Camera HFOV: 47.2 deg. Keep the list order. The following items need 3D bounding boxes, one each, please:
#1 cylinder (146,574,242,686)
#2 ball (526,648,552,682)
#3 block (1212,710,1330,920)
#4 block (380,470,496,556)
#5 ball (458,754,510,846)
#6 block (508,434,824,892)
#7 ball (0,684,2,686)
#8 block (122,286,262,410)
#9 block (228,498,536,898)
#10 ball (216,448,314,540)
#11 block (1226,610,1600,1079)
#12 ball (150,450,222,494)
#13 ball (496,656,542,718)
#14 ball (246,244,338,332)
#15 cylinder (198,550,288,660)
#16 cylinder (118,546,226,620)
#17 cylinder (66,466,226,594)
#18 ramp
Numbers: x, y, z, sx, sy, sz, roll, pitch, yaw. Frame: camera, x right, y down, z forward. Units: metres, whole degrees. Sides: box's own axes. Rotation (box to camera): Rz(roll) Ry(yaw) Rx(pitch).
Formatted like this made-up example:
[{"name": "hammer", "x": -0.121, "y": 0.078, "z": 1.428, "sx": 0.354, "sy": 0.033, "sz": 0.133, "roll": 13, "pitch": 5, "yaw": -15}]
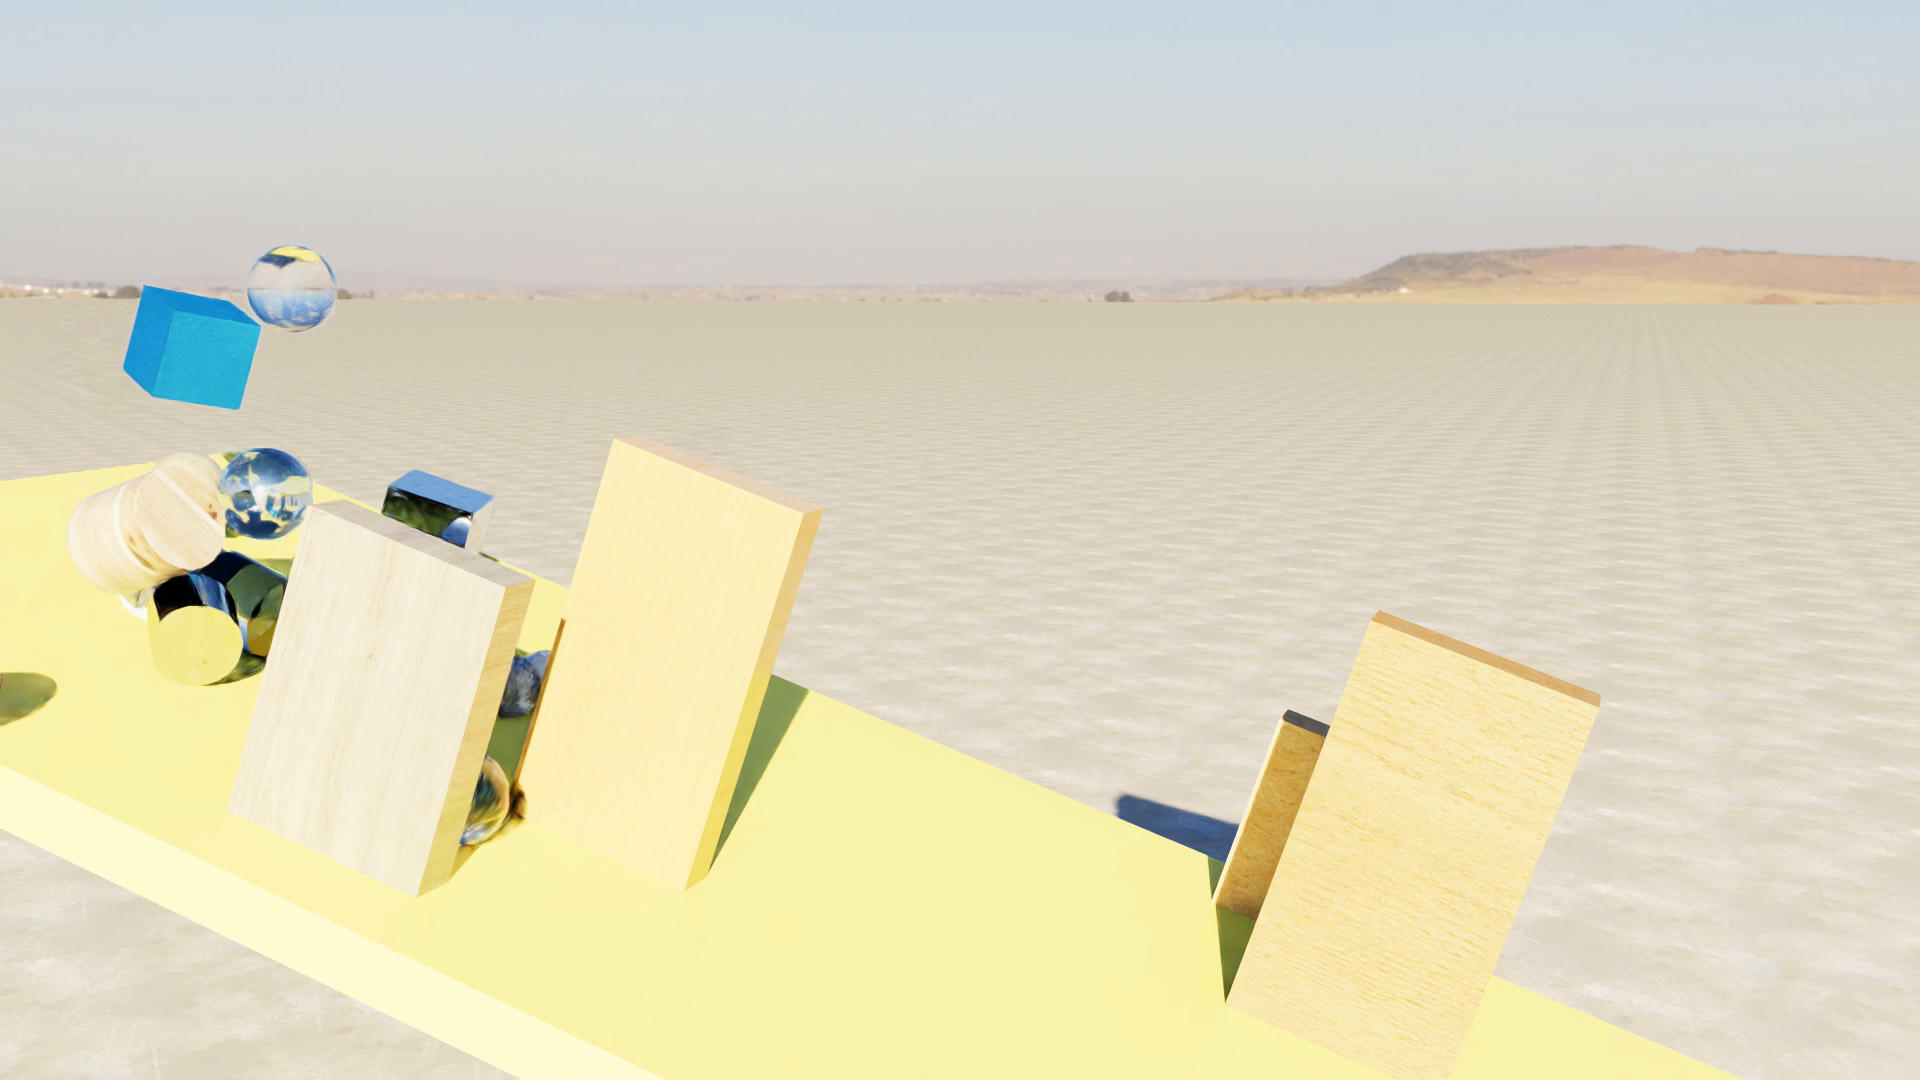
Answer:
[{"name": "cylinder", "x": -1.427, "y": 0.166, "z": 4.098, "sx": 0.160, "sy": 0.160, "sz": 0.160, "roll": -3, "pitch": 21, "yaw": -22}, {"name": "ball", "x": -0.854, "y": 0.284, "z": 4.547, "sx": 0.117, "sy": 0.117, "sz": 0.117, "roll": 0, "pitch": 7, "yaw": 0}, {"name": "block", "x": 0.776, "y": 0.629, "z": 4.679, "sx": 0.340, "sy": 0.429, "sz": 0.117, "roll": 21, "pitch": 12, "yaw": 14}, {"name": "block", "x": -1.231, "y": -0.019, "z": 5.122, "sx": 0.205, "sy": 0.205, "sz": 0.205, "roll": 19, "pitch": 12, "yaw": -2}, {"name": "ball", "x": -0.851, "y": 0.437, "z": 3.740, "sx": 0.168, "sy": 0.168, "sz": 0.168, "roll": 0, "pitch": 7, "yaw": 0}, {"name": "block", "x": -0.529, "y": 0.216, "z": 3.890, "sx": 0.371, "sy": 0.715, "sz": 0.098, "roll": 21, "pitch": 12, "yaw": 14}, {"name": "ball", "x": -1.624, "y": 0.236, "z": 3.544, "sx": 0.144, "sy": 0.144, "sz": 0.144, "roll": 0, "pitch": 7, "yaw": 0}, {"name": "block", "x": -1.688, "y": -0.422, "z": 4.831, "sx": 0.195, "sy": 0.195, "sz": 0.195, "roll": 8, "pitch": 16, "yaw": -42}, {"name": "block", "x": -0.936, "y": 0.253, "z": 3.547, "sx": 0.366, "sy": 0.537, "sz": 0.099, "roll": 21, "pitch": 12, "yaw": 14}, {"name": "ball", "x": -1.377, "y": -0.091, "z": 4.359, "sx": 0.185, "sy": 0.185, "sz": 0.185, "roll": 0, "pitch": 7, "yaw": 0}, {"name": "block", "x": 0.839, "y": 0.583, "z": 4.101, "sx": 0.429, "sy": 0.794, "sz": 0.130, "roll": 21, "pitch": 12, "yaw": 14}, {"name": "ball", "x": -1.676, "y": -0.111, "z": 4.768, "sx": 0.168, "sy": 0.168, "sz": 0.168, "roll": 0, "pitch": 7, "yaw": 0}, {"name": "ball", "x": -0.902, "y": 0.295, "z": 4.403, "sx": 0.126, "sy": 0.126, "sz": 0.126, "roll": 0, "pitch": 7, "yaw": 0}, {"name": "ball", "x": -1.457, "y": -0.549, "z": 4.800, "sx": 0.191, "sy": 0.191, "sz": 0.191, "roll": 0, "pitch": 7, "yaw": 0}, {"name": "cylinder", "x": -1.396, "y": 0.128, "z": 4.323, "sx": 0.164, "sy": 0.164, "sz": 0.164, "roll": 24, "pitch": 17, "yaw": 25}, {"name": "cylinder", "x": -1.553, "y": 0.073, "z": 4.351, "sx": 0.156, "sy": 0.156, "sz": 0.156, "roll": 3, "pitch": 5, "yaw": 25}, {"name": "cylinder", "x": -1.517, "y": -0.017, "z": 4.101, "sx": 0.197, "sy": 0.197, "sz": 0.197, "roll": -16, "pitch": -2, "yaw": 29}, {"name": "ramp", "x": -0.346, "y": 0.643, "z": 4.219, "sx": 4.000, "sy": 0.100, "sz": 2.000, "roll": 21, "pitch": 12, "yaw": 14}]
